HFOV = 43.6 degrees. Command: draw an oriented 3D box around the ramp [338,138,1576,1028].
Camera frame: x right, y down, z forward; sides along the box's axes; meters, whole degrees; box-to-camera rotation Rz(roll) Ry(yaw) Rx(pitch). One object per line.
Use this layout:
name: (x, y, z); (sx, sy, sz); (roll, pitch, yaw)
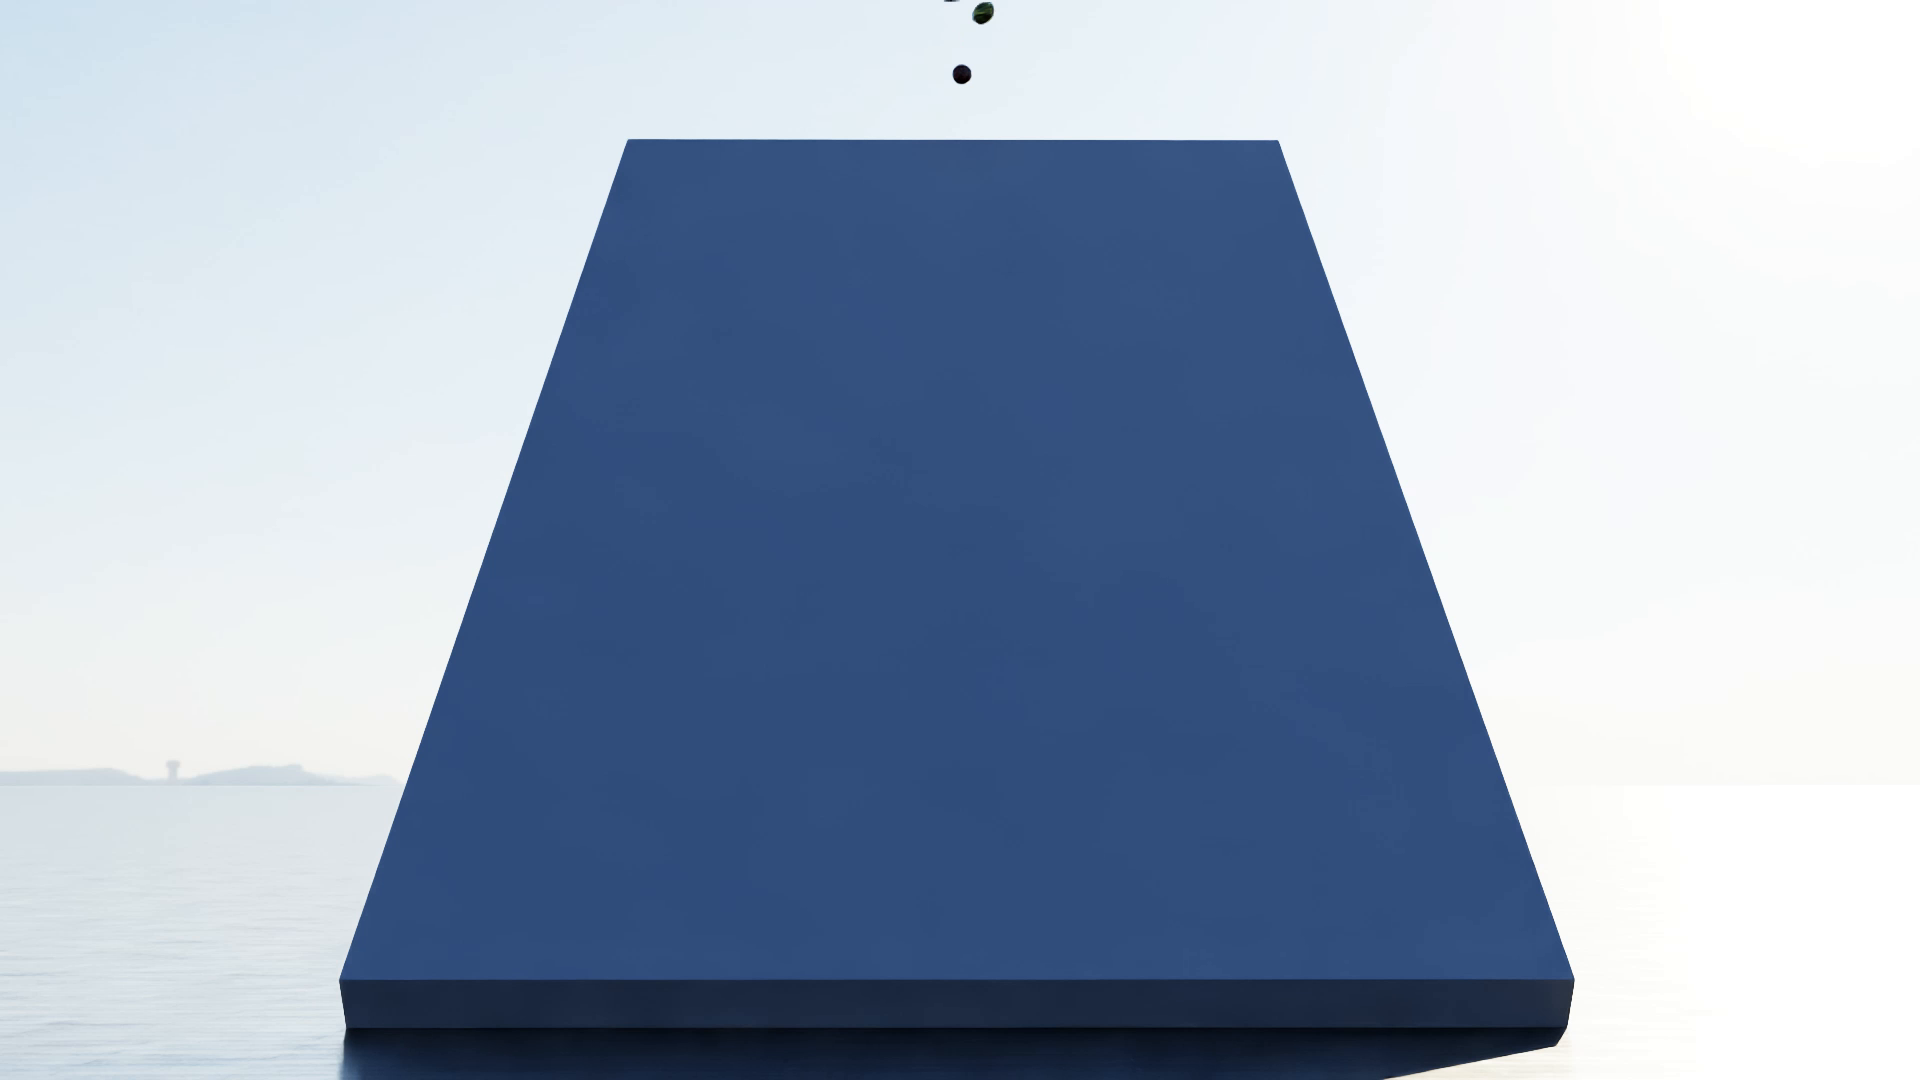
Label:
ramp: (-0.012, -0.217, 5.656); (2.000, 0.100, 4.000); (0, 29, 0)
